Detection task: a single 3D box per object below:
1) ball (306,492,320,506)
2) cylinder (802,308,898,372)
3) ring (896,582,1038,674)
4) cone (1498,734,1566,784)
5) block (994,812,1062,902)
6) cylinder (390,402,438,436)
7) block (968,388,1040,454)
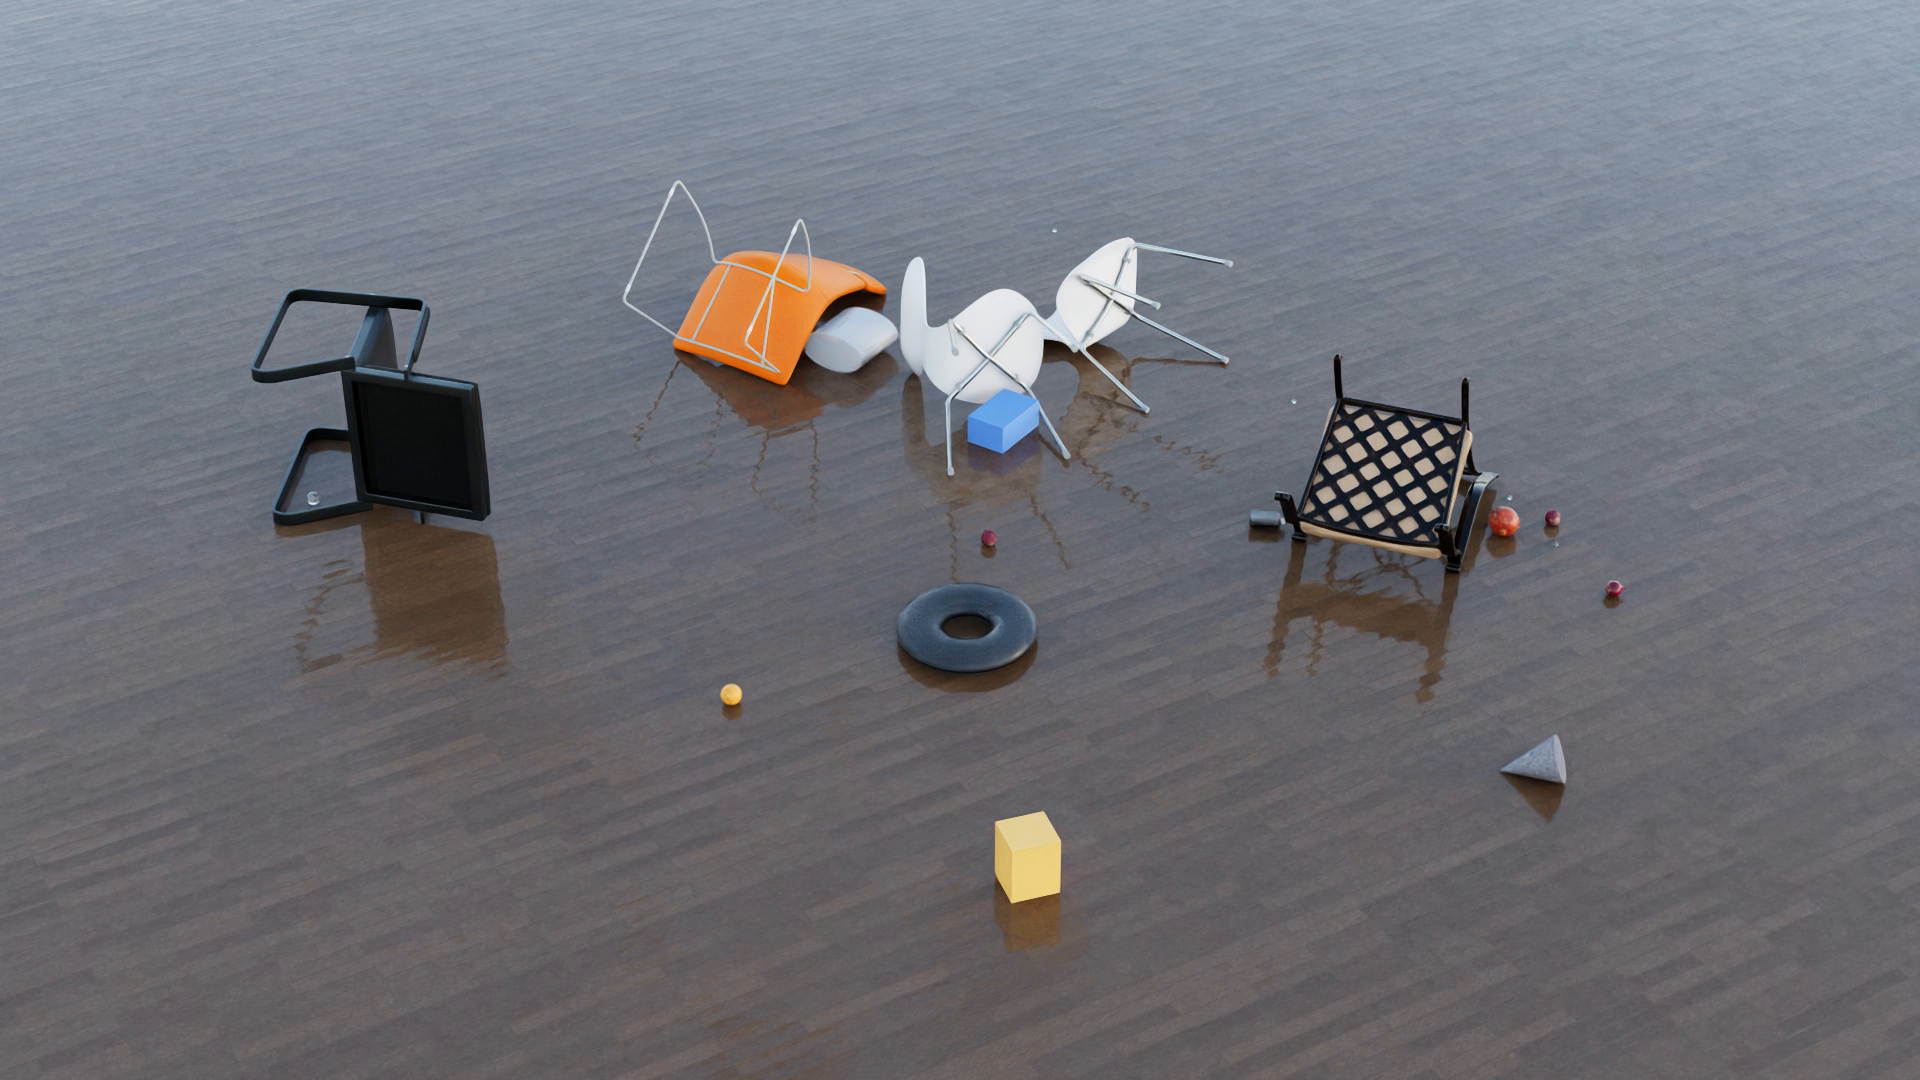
[{"bbox_3d":[-2.457,-0.158,11.137,0.052,0.052,0.052,0,33,0],"label":"ball"},{"bbox_3d":[-0.450,-0.823,12.045,0.295,0.163,0.265,16,37,28],"label":"cylinder"},{"bbox_3d":[0.025,0.310,10.395,0.501,0.088,0.521,10,35,14],"label":"ring"},{"bbox_3d":[1.891,0.748,9.742,0.209,0.155,0.207,-13,19,18],"label":"cone"},{"bbox_3d":[0.213,0.999,9.239,0.162,0.208,0.157,-11,35,-16],"label":"block"},{"bbox_3d":[-2.160,-0.478,11.600,0.125,0.077,0.182,9,36,13],"label":"cylinder"},{"bbox_3d":[0.171,-0.470,11.553,0.165,0.115,0.260,20,38,28],"label":"block"}]
